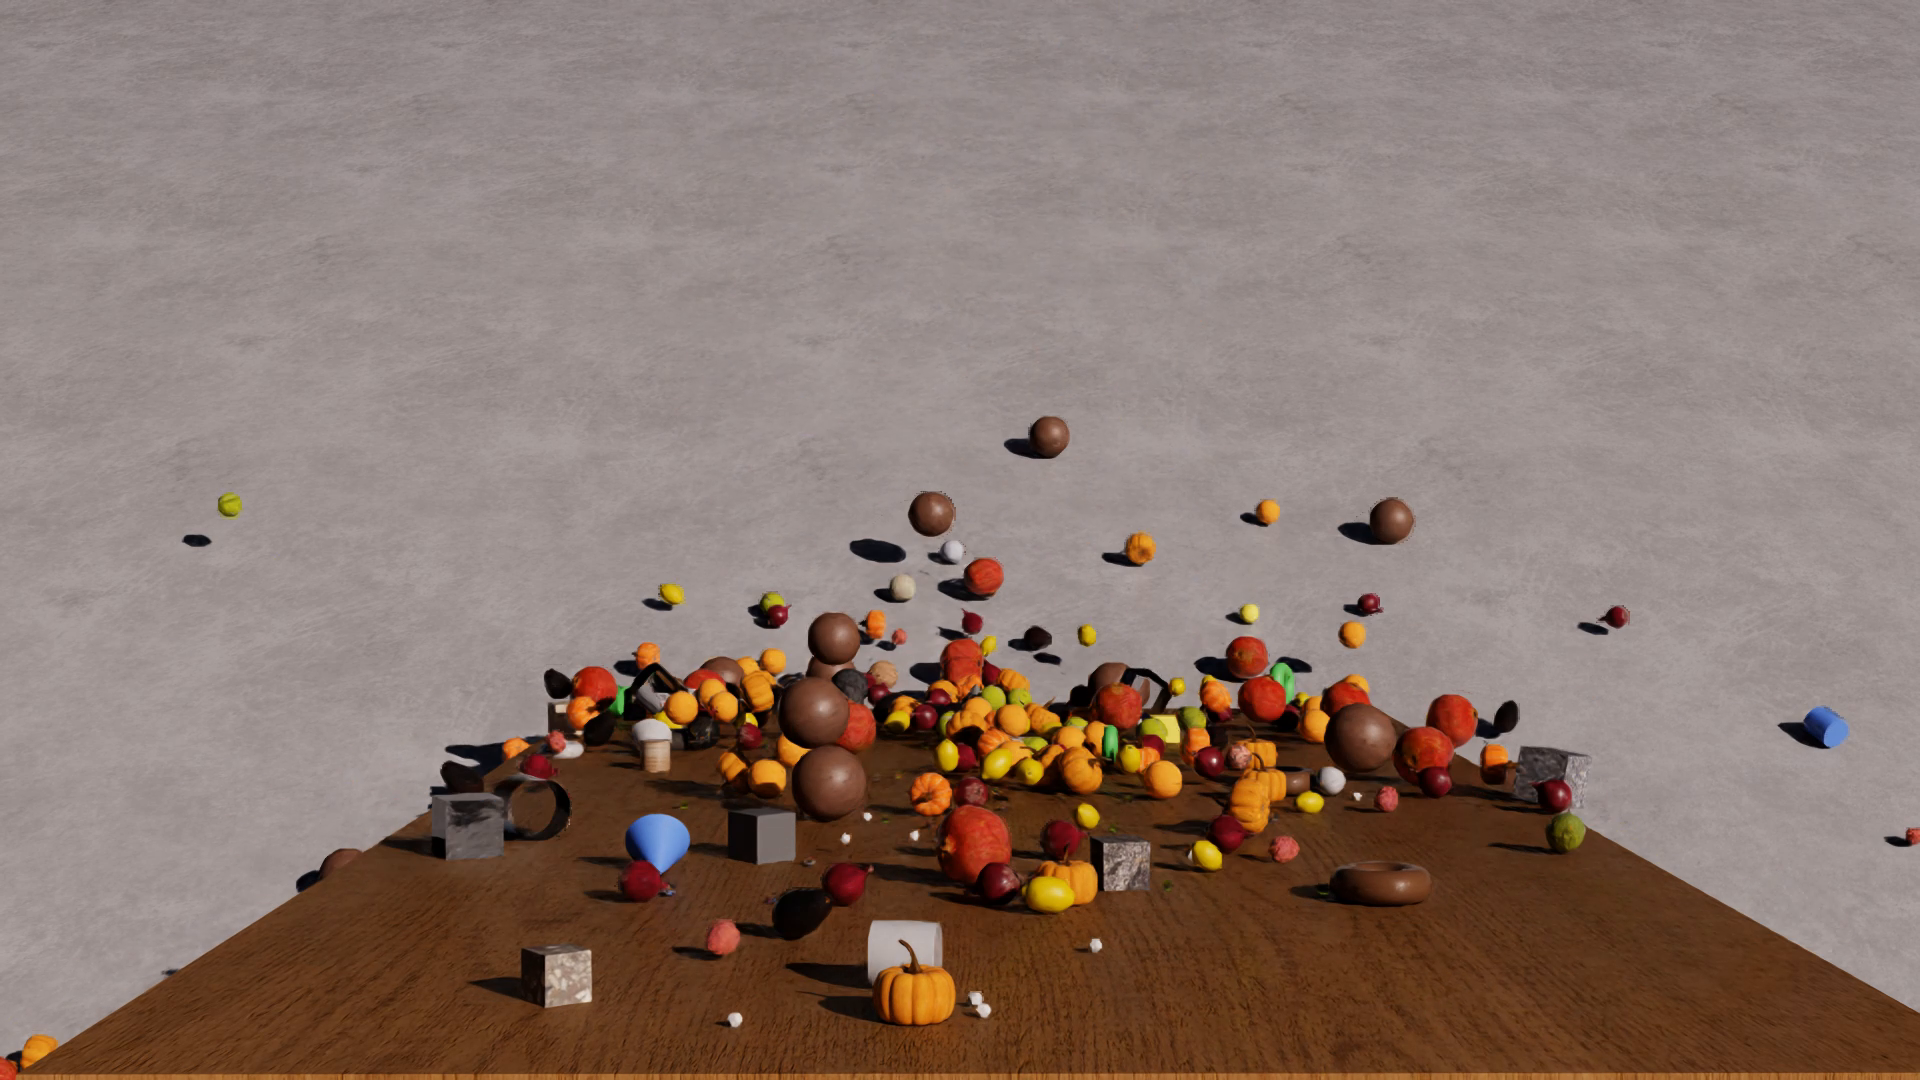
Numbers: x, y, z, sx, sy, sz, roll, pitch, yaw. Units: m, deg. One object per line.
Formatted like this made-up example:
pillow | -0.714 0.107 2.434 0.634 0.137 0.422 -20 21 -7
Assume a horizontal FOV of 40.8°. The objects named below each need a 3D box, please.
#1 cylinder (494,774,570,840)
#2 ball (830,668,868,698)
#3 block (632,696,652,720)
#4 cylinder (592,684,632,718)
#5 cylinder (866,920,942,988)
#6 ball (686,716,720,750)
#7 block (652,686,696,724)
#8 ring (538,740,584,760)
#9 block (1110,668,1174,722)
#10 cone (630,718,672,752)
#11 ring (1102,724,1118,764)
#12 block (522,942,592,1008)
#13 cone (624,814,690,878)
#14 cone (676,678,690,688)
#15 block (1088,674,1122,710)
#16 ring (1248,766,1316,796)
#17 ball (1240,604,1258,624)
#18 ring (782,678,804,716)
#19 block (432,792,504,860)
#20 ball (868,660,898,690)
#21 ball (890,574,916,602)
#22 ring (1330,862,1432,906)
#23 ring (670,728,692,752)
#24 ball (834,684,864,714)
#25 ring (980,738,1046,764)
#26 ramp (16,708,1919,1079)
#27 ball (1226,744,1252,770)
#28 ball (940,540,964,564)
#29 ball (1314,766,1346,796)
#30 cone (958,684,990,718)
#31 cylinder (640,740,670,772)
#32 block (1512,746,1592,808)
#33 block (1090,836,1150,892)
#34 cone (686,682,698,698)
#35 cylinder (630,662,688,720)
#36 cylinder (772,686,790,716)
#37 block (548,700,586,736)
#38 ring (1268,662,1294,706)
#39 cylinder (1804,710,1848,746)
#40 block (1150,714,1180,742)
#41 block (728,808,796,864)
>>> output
cylinder | -0.706 0.438 4.235 0.100 0.100 0.100 -16 9 -30
ball | -0.284 0.378 6.613 0.099 0.099 0.099 0 26 0
block | -0.755 0.394 6.305 0.082 0.082 0.082 0 1 3
cylinder | -0.848 0.395 6.321 0.077 0.077 0.077 2 24 28
cylinder | -0.064 0.481 2.996 0.077 0.077 0.077 0 26 8
ball | -0.552 0.414 5.546 0.072 0.072 0.072 0 26 0
block | -0.684 0.397 6.182 0.083 0.083 0.083 -1 2 -26
ring | -0.840 0.442 5.428 0.096 0.032 0.096 0 3 0
block | 0.439 0.373 6.215 0.092 0.092 0.092 2 59 56
cone | -0.651 0.438 5.423 0.089 0.089 0.089 -2 28 -4
ring | 0.306 0.418 5.262 0.027 0.082 0.082 -1 25 11
block | -0.458 0.493 2.925 0.058 0.058 0.058 -1 2 -37
cone | -0.452 0.476 3.845 0.098 0.098 0.098 -2 28 -5
cone | -0.726 0.410 6.435 0.098 0.098 0.098 4 29 8
block | 0.380 0.385 6.569 0.085 0.085 0.085 0 1 -13
ring | 0.606 0.451 4.826 0.134 0.045 0.134 -1 3 0
ball | 0.804 0.204 7.175 0.055 0.055 0.055 0 26 0
ring | -0.384 0.359 5.914 0.029 0.087 0.087 6 22 -24
block | -0.771 0.448 4.044 0.091 0.091 0.091 -1 2 -24
ball | -0.204 0.358 6.828 0.079 0.079 0.079 0 26 0
ball | -0.163 0.136 7.293 0.076 0.076 0.076 0 26 0
ring | 0.589 0.480 3.610 0.144 0.048 0.144 0 0 0
ring | -0.635 0.433 5.593 0.125 0.042 0.125 0 3 0
ball | -0.274 0.394 6.401 0.077 0.077 0.077 0 26 0
ring | 0.109 0.436 5.353 0.137 0.046 0.137 0 1 0
ramp | 0.059 0.529 4.566 2.000 0.100 4.000 0 1 0
ball | 0.558 0.436 5.170 0.051 0.051 0.051 0 26 0
ball | -0.023 0.034 7.514 0.068 0.068 0.068 0 26 0
ball | 0.685 0.446 4.773 0.056 0.056 0.056 0 26 0
cone | 0.038 0.379 6.310 0.079 0.079 0.079 2 37 -1
cylinder | -0.614 0.434 5.198 0.059 0.059 0.059 0 1 0
block | 1.074 0.430 4.679 0.096 0.096 0.096 10 2 39
block | 0.231 0.466 3.723 0.069 0.069 0.069 0 1 -13
cone | -0.715 0.409 6.723 0.065 0.065 0.065 -3 13 -6
cylinder | -0.694 0.350 5.951 0.095 0.095 0.095 40 41 18
cylinder | -0.435 0.399 6.404 0.066 0.066 0.066 0 1 0
block | -0.904 0.409 5.925 0.071 0.071 0.071 -1 2 -23
ring | 0.789 0.355 6.335 0.036 0.109 0.109 -7 19 32
cylinder | 2.209 0.478 6.581 0.077 0.077 0.077 -13 16 -25
block | 0.456 0.421 5.747 0.056 0.056 0.056 0 1 -7
block | -0.307 0.457 3.994 0.074 0.074 0.074 -1 2 -41
